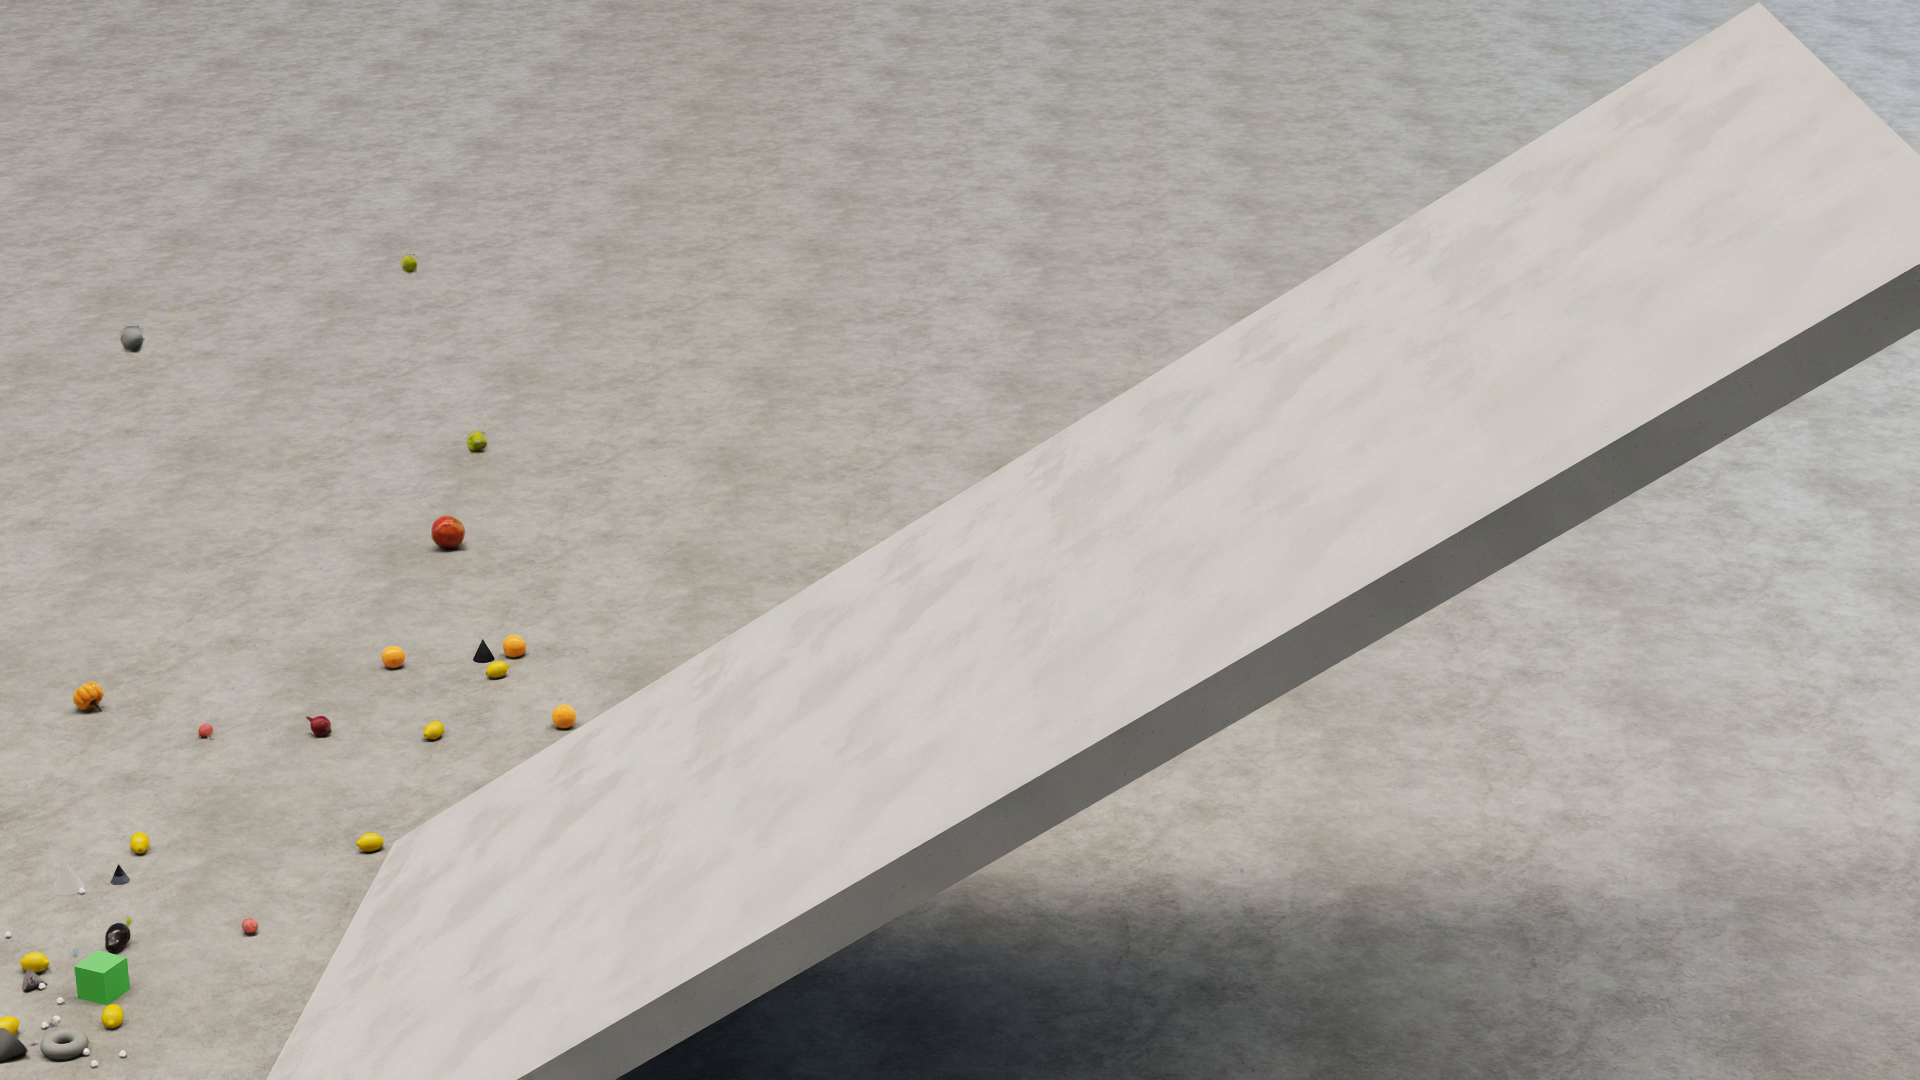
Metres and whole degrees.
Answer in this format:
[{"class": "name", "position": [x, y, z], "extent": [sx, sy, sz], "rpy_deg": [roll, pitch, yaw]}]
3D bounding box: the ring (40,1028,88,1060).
[{"class": "ring", "position": [-2.092, 1.177, 6.870], "extent": [0.109, 0.036, 0.109], "rpy_deg": [1, 20, 0]}]

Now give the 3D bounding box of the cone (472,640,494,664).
[{"class": "cone", "position": [-1.468, 0.335, 9.054], "extent": [0.067, 0.067, 0.067], "rpy_deg": [0, 21, 0]}]

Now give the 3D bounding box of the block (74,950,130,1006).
[{"class": "block", "position": [-2.074, 1.058, 7.112], "extent": [0.087, 0.087, 0.087], "rpy_deg": [9, 22, 22]}]

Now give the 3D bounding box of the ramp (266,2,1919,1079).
[{"class": "ramp", "position": [0.138, 0.172, 6.299], "extent": [4.000, 0.100, 2.000], "rpy_deg": [-31, 16, 14]}]

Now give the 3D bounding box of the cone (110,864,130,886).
[{"class": "cone", "position": [-2.193, 0.867, 7.671], "extent": [0.050, 0.050, 0.050], "rpy_deg": [0, 21, 0]}]

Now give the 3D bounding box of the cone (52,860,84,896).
[{"class": "cone", "position": [-2.316, 0.866, 7.627], "extent": [0.082, 0.082, 0.082], "rpy_deg": [0, 21, 0]}]

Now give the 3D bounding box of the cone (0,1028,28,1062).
[{"class": "cone", "position": [-2.227, 1.192, 6.830], "extent": [0.083, 0.083, 0.083], "rpy_deg": [17, 53, 37]}]

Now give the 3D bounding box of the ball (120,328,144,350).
[{"class": "ball", "position": [-3.403, -0.826, 12.094], "extent": [0.091, 0.091, 0.091], "rpy_deg": [0, 21, 0]}]

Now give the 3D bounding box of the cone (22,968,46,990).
[{"class": "cone", "position": [-2.245, 1.075, 7.156], "extent": [0.055, 0.055, 0.055], "rpy_deg": [20, 11, -28]}]
